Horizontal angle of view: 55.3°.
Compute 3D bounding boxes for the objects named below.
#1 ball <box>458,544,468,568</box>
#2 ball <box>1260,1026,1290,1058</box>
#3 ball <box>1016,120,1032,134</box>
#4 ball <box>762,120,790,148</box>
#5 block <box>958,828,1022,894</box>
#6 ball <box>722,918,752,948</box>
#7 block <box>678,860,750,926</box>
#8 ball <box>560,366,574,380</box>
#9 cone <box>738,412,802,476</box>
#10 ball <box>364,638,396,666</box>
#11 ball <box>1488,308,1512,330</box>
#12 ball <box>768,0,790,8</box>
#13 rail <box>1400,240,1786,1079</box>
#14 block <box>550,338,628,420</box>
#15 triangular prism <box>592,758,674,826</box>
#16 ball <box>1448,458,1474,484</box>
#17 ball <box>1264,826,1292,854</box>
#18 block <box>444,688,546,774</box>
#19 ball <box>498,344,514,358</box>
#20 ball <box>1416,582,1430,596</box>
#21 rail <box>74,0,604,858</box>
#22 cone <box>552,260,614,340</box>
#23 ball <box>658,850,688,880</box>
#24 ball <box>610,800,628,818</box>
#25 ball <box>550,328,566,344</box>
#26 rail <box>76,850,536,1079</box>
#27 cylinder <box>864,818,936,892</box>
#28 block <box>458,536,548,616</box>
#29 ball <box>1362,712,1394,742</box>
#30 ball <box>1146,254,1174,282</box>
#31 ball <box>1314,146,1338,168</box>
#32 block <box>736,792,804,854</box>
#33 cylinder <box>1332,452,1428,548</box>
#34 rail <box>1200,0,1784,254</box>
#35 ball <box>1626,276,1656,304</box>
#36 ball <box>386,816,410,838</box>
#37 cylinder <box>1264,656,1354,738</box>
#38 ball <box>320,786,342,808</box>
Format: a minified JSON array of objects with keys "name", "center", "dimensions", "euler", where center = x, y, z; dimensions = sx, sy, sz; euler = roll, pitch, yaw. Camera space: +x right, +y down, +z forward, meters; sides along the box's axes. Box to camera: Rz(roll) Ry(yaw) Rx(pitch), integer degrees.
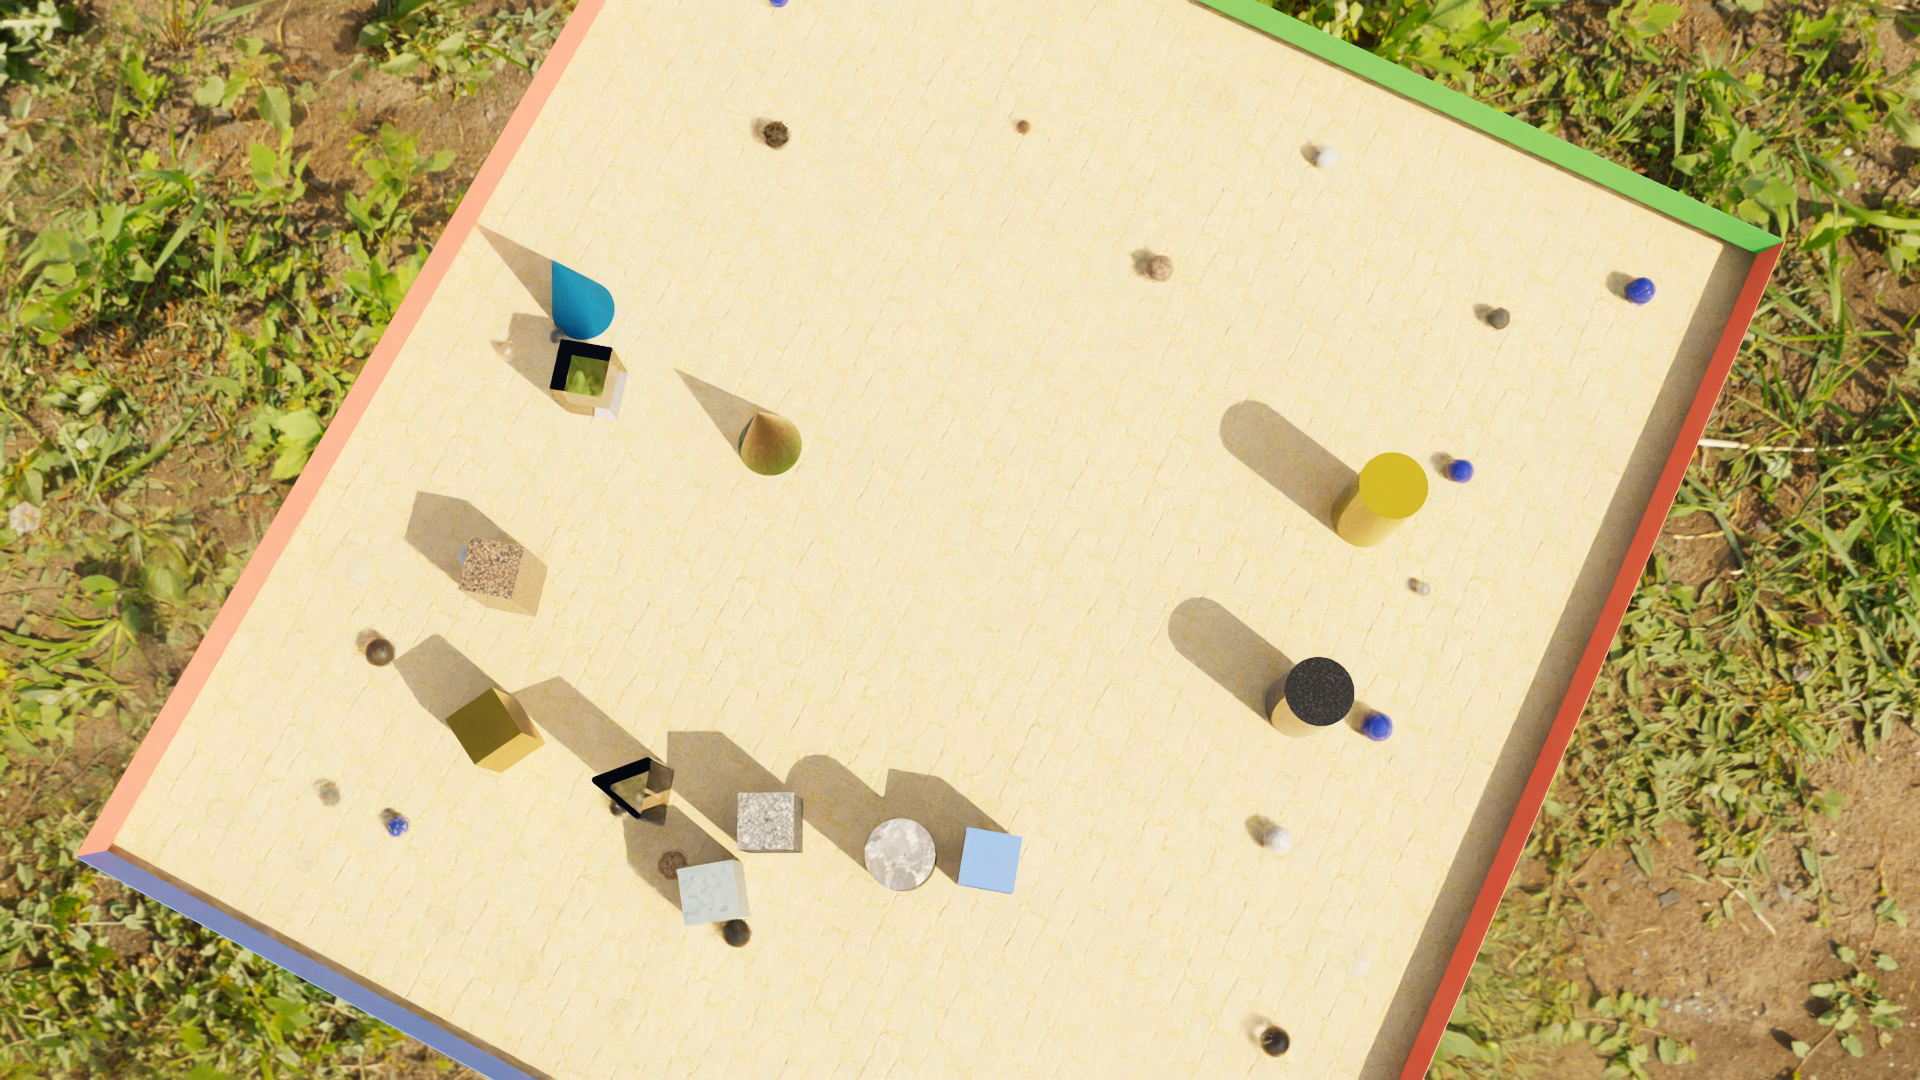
[{"name":"ball","center":[-1.467,0.056,5.551],"dimensions":[0.099,0.099,0.099],"euler":[0,78,0]},{"name":"ball","center":[0.907,1.443,5.273],"dimensions":[0.089,0.089,0.089],"euler":[0,78,0]},{"name":"ball","center":[0.204,-1.322,5.866],"dimensions":[0.047,0.047,0.047],"euler":[0,78,0]},{"name":"ball","center":[-0.585,-1.291,5.839],"dimensions":[0.087,0.087,0.087],"euler":[0,78,0]},{"name":"block","center":[0.085,0.927,5.281],"dimensions":[0.158,0.282,0.158],"euler":[9,78,2]},{"name":"ball","center":[-0.649,1.145,5.335],"dimensions":[0.085,0.085,0.085],"euler":[0,78,0]},{"name":"block","center":[-0.707,1.017,5.278],"dimensions":[0.158,0.252,0.158],"euler":[-10,78,-2]},{"name":"ball","center":[-1.221,-0.521,5.703],"dimensions":[0.043,0.043,0.043],"euler":[0,78,0]},{"name":"cone","center":[-0.588,-0.333,5.493],"dimensions":[0.198,0.376,0.198],"euler":[0,78,0]},{"name":"ball","center":[-1.741,0.338,5.502],"dimensions":[0.087,0.087,0.087],"euler":[0,78,0]},{"name":"ball","center":[1.686,-0.692,5.725],"dimensions":[0.069,0.069,0.069],"euler":[0,78,0]},{"name":"ball","center":[-0.588,-1.761,5.945],"dimensions":[0.071,0.071,0.071],"euler":[0,78,0]},{"name":"rail","center":[1.649,0.814,5.381],"dimensions":[0.045,0.129,3.973],"euler":[26,80,5]},{"name":"block","center":[-1.129,-0.486,5.586],"dimensions":[0.158,0.258,0.158],"euler":[10,78,2]},{"name":"triangular prism","center":[-0.903,0.699,5.258],"dimensions":[0.171,0.419,0.148],"euler":[39,81,7]},{"name":"ball","center":[1.537,-0.211,5.620],"dimensions":[0.079,0.079,0.079],"euler":[0,78,0]},{"name":"ball","center":[0.934,0.883,5.391],"dimensions":[0.084,0.084,0.084],"euler":[0,78,0]},{"name":"block","center":[-1.351,0.558,5.344],"dimensions":[0.158,0.308,0.158],"euler":[-35,80,-7]},{"name":"ball","center":[-1.413,-0.589,5.714],"dimensions":[0.048,0.048,0.048],"euler":[0,78,0]},{"name":"ball","center":[1.407,0.149,5.563],"dimensions":[0.045,0.045,0.045],"euler":[0,78,0]},{"name":"rail","center":[-1.649,-0.801,5.716],"dimensions":[0.045,0.129,3.973],"euler":[26,80,5]},{"name":"cone","center":[-1.185,-0.770,5.547],"dimensions":[0.198,0.449,0.198],"euler":[0,78,0]},{"name":"ball","center":[-0.842,0.953,5.374],"dimensions":[0.084,0.084,0.084],"euler":[0,78,0]},{"name":"ball","center":[-1.006,0.791,5.421],"dimensions":[0.062,0.062,0.062],"euler":[0,78,0]},{"name":"ball","center":[-1.257,-0.636,5.724],"dimensions":[0.048,0.048,0.048],"euler":[0,78,0]},{"name":"rail","center":[-0.878,1.726,5.193],"dimensions":[3.735,0.129,0.045],"euler":[26,80,5]},{"name":"cylinder","center":[-0.168,0.909,5.271],"dimensions":[0.198,0.309,0.198],"euler":[0,78,0]},{"name":"block","center":[-1.351,0.112,5.434],"dimensions":[0.158,0.313,0.158],"euler":[11,79,2]},{"name":"ball","center":[1.244,0.556,5.455],"dimensions":[0.092,0.092,0.092],"euler":[0,78,0]},{"name":"ball","center":[0.628,-0.853,5.749],"dimensions":[0.086,0.086,0.086],"euler":[0,78,0]},{"name":"ball","center":[1.165,-1.220,5.832],"dimensions":[0.072,0.072,0.072],"euler":[0,78,0]},{"name":"block","center":[-0.546,0.819,5.291],"dimensions":[0.158,0.305,0.158],"euler":[0,78,0]},{"name":"cylinder","center":[1.239,-0.114,5.434],"dimensions":[0.198,0.405,0.198],"euler":[0,78,0]},{"name":"rail","center":[0.878,-1.712,5.904],"dimensions":[3.735,0.129,0.045],"euler":[26,80,5]},{"name":"ball","center":[2.131,-0.780,5.733],"dimensions":[0.088,0.088,0.088],"euler":[0,78,0]},{"name":"ball","center":[-1.660,0.847,5.408],"dimensions":[0.064,0.064,0.064],"euler":[0,78,0]},{"name":"cylinder","center":[1.016,0.463,5.344],"dimensions":[0.198,0.346,0.198],"euler":[0,78,0]},{"name":"ball","center":[-1.865,0.759,5.427],"dimensions":[0.063,0.063,0.063],"euler":[0,78,0]}]
